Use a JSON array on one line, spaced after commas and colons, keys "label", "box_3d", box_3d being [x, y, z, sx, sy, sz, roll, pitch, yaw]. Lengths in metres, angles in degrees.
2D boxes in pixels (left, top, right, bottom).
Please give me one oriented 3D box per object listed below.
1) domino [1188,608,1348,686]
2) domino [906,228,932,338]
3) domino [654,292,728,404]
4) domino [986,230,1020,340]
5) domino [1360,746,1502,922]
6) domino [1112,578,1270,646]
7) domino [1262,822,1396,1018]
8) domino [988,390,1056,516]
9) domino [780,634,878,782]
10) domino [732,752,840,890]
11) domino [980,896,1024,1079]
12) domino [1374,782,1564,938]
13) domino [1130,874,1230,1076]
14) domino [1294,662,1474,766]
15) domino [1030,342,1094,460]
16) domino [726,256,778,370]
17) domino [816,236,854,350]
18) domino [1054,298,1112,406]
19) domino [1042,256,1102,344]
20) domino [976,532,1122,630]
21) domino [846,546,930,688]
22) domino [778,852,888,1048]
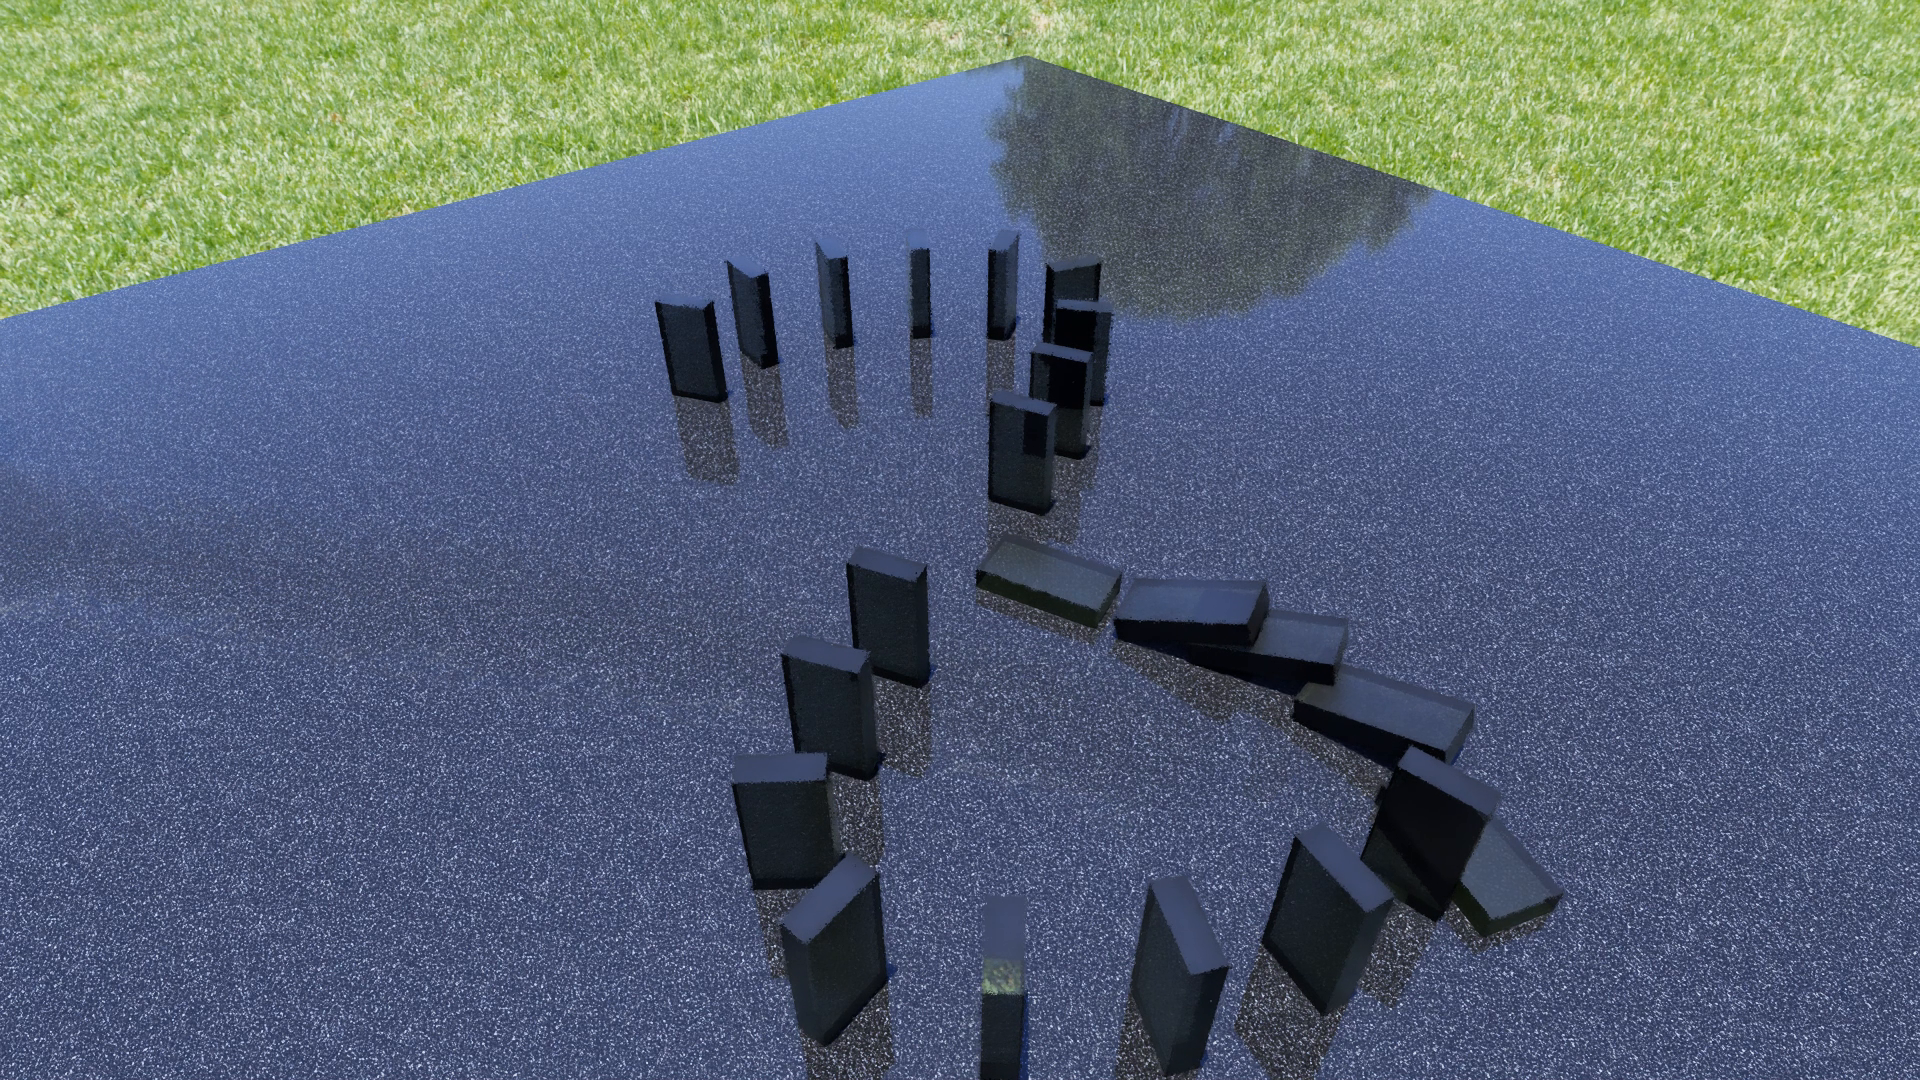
[{"label": "domino", "box_3d": [0.109, 0.036, 0.391, 0.050, 0.010, 0.025, 6, 38, 28]}, {"label": "domino", "box_3d": [-0.022, -0.134, 0.575, 0.009, 0.050, 0.025, -5, 40, -6]}, {"label": "domino", "box_3d": [-0.127, -0.091, 0.522, 0.025, 0.050, 0.009, 12, 41, 14]}, {"label": "domino", "box_3d": [0.022, -0.132, 0.573, 0.009, 0.050, 0.025, 11, 40, 13]}, {"label": "domino", "box_3d": [0.131, 0.083, 0.310, 0.025, 0.050, 0.009, 29, 47, 31]}, {"label": "domino", "box_3d": [0.084, 0.026, 0.399, 0.050, 0.010, 0.025, 0, 35, 33]}, {"label": "domino", "box_3d": [0.095, 0.100, 0.289, 0.010, 0.050, 0.025, -19, 43, -22]}, {"label": "domino", "box_3d": [0.025, -0.036, 0.455, 0.025, 0.050, 0.010, 17, 42, 19]}, {"label": "domino", "box_3d": [-0.040, 0.053, 0.346, 0.025, 0.050, 0.009, 12, 41, 14]}, {"label": "domino", "box_3d": [-0.049, 0.081, 0.313, 0.025, 0.050, 0.010, -1, 39, -2]}, {"label": "domino", "box_3d": [0.010, 0.114, 0.273, 0.010, 0.050, 0.025, 2, 39, 2]}, {"label": "domino", "box_3d": [0.152, 0.092, 0.331, 0.025, 0.010, 0.050, -13, 41, -15]}, {"label": "domino", "box_3d": [0.054, 0.110, 0.277, 0.009, 0.050, 0.025, -9, 40, -11]}, {"label": "domino", "box_3d": [0.140, 0.057, 0.365, 0.050, 0.009, 0.025, 17, 41, 38]}, {"label": "domino", "box_3d": [0.044, -0.061, 0.486, 0.025, 0.050, 0.009, 15, 42, 18]}, {"label": "domino", "box_3d": [-0.104, -0.114, 0.550, 0.010, 0.050, 0.025, -25, 46, -27]}, {"label": "domino", "box_3d": [-0.065, -0.127, 0.566, 0.009, 0.050, 0.025, -14, 41, -16]}, {"label": "domino", "box_3d": [0.057, -0.088, 0.519, 0.025, 0.050, 0.009, 6, 40, 8]}, {"label": "domino", "box_3d": [0.056, -0.116, 0.553, 0.025, 0.050, 0.010, -14, 41, -16]}, {"label": "domino", "box_3d": [0.034, 0.015, 0.425, 0.050, 0.009, 0.025, 19, 43, 21]}, {"label": "domino", "box_3d": [-0.024, 0.027, 0.378, 0.025, 0.050, 0.010, 15, 42, 17]}, {"label": "domino", "box_3d": [-0.032, 0.106, 0.282, 0.010, 0.050, 0.025, 27, 46, 29]}]
